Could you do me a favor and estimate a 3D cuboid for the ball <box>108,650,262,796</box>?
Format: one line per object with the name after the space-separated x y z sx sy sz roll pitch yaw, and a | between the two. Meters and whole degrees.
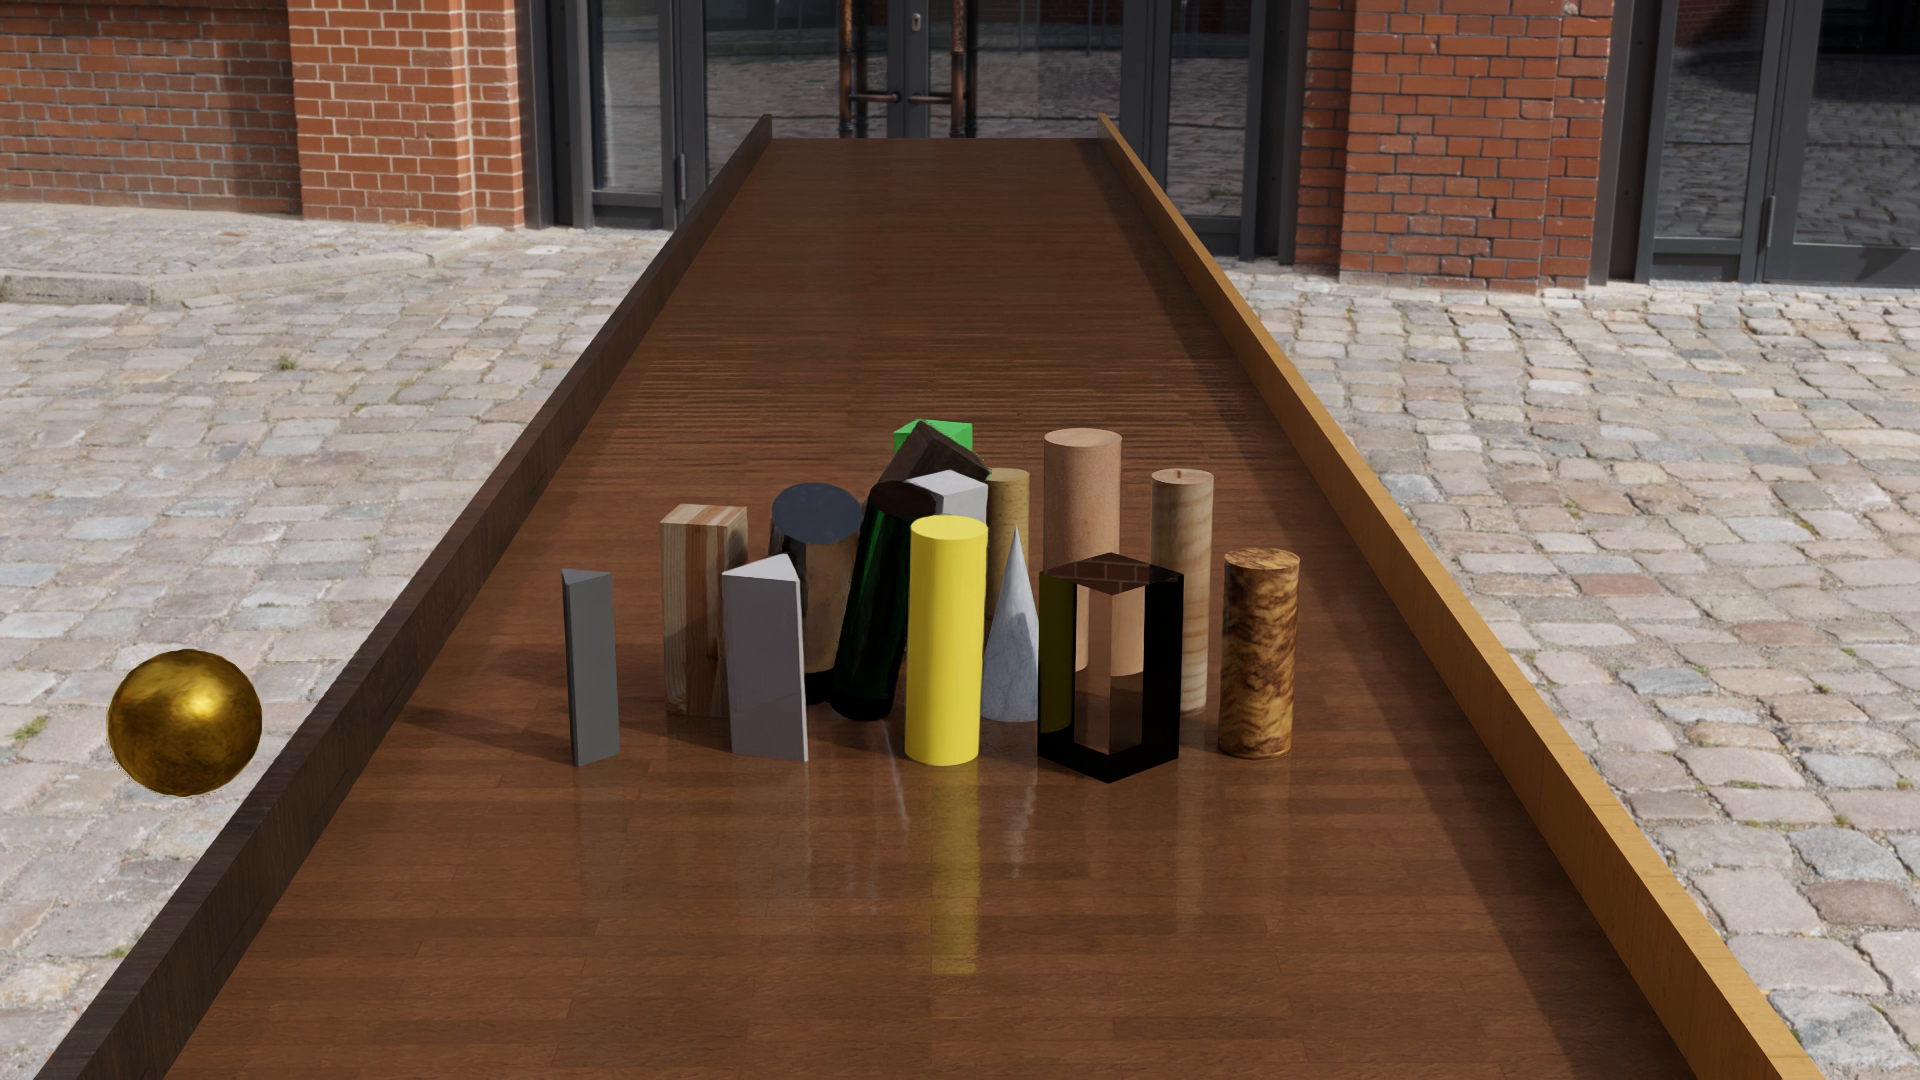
-1.194 0.282 3.393 0.226 0.226 0.226 0 17 0 | ball

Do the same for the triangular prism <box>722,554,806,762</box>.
-0.326 0.205 3.922 0.144 0.343 0.124 5 21 16 | triangular prism

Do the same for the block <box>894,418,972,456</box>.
-0.058 -0.082 4.897 0.132 0.345 0.132 6 18 20 | block

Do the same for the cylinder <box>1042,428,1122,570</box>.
0.243 0.013 4.397 0.153 0.449 0.153 0 17 0 | cylinder

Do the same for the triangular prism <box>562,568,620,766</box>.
-0.671 0.221 3.892 0.094 0.338 0.082 -16 23 -42 | triangular prism

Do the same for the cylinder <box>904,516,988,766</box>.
-0.026 0.177 3.880 0.134 0.421 0.134 2 19 -1 | cylinder

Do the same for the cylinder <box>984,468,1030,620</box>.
0.090 0.009 4.657 0.113 0.307 0.113 0 17 0 | cylinder

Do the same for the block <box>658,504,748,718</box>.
-0.476 0.132 4.127 0.130 0.374 0.130 3 17 10 | block

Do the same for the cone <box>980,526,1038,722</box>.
0.104 0.142 4.115 0.164 0.361 0.164 0 17 0 | cone

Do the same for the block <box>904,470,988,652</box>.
-0.033 0.056 4.386 0.114 0.362 0.114 -15 26 -39 | block

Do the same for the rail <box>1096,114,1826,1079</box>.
0.932 -0.844 7.801 0.050 0.150 12.000 0 17 -1 | rail

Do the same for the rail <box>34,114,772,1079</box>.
-1.118 -0.838 7.780 0.050 0.150 12.000 0 17 -1 | rail

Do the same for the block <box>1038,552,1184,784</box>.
0.264 0.222 3.878 0.178 0.343 0.178 -14 22 -40 | block

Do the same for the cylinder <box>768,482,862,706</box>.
-0.280 0.105 4.085 0.164 0.422 0.164 5 43 -4 | cylinder

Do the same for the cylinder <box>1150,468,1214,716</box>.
0.410 0.099 4.105 0.114 0.450 0.114 0 17 0 | cylinder

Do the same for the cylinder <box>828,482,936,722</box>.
-0.145 0.116 4.015 0.121 0.454 0.121 9 32 -6 | cylinder

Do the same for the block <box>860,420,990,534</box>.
-0.127 -0.025 4.562 0.143 0.415 0.143 31 9 -20 | block

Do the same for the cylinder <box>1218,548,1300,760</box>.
0.532 0.203 3.921 0.132 0.356 0.132 0 17 0 | cylinder
